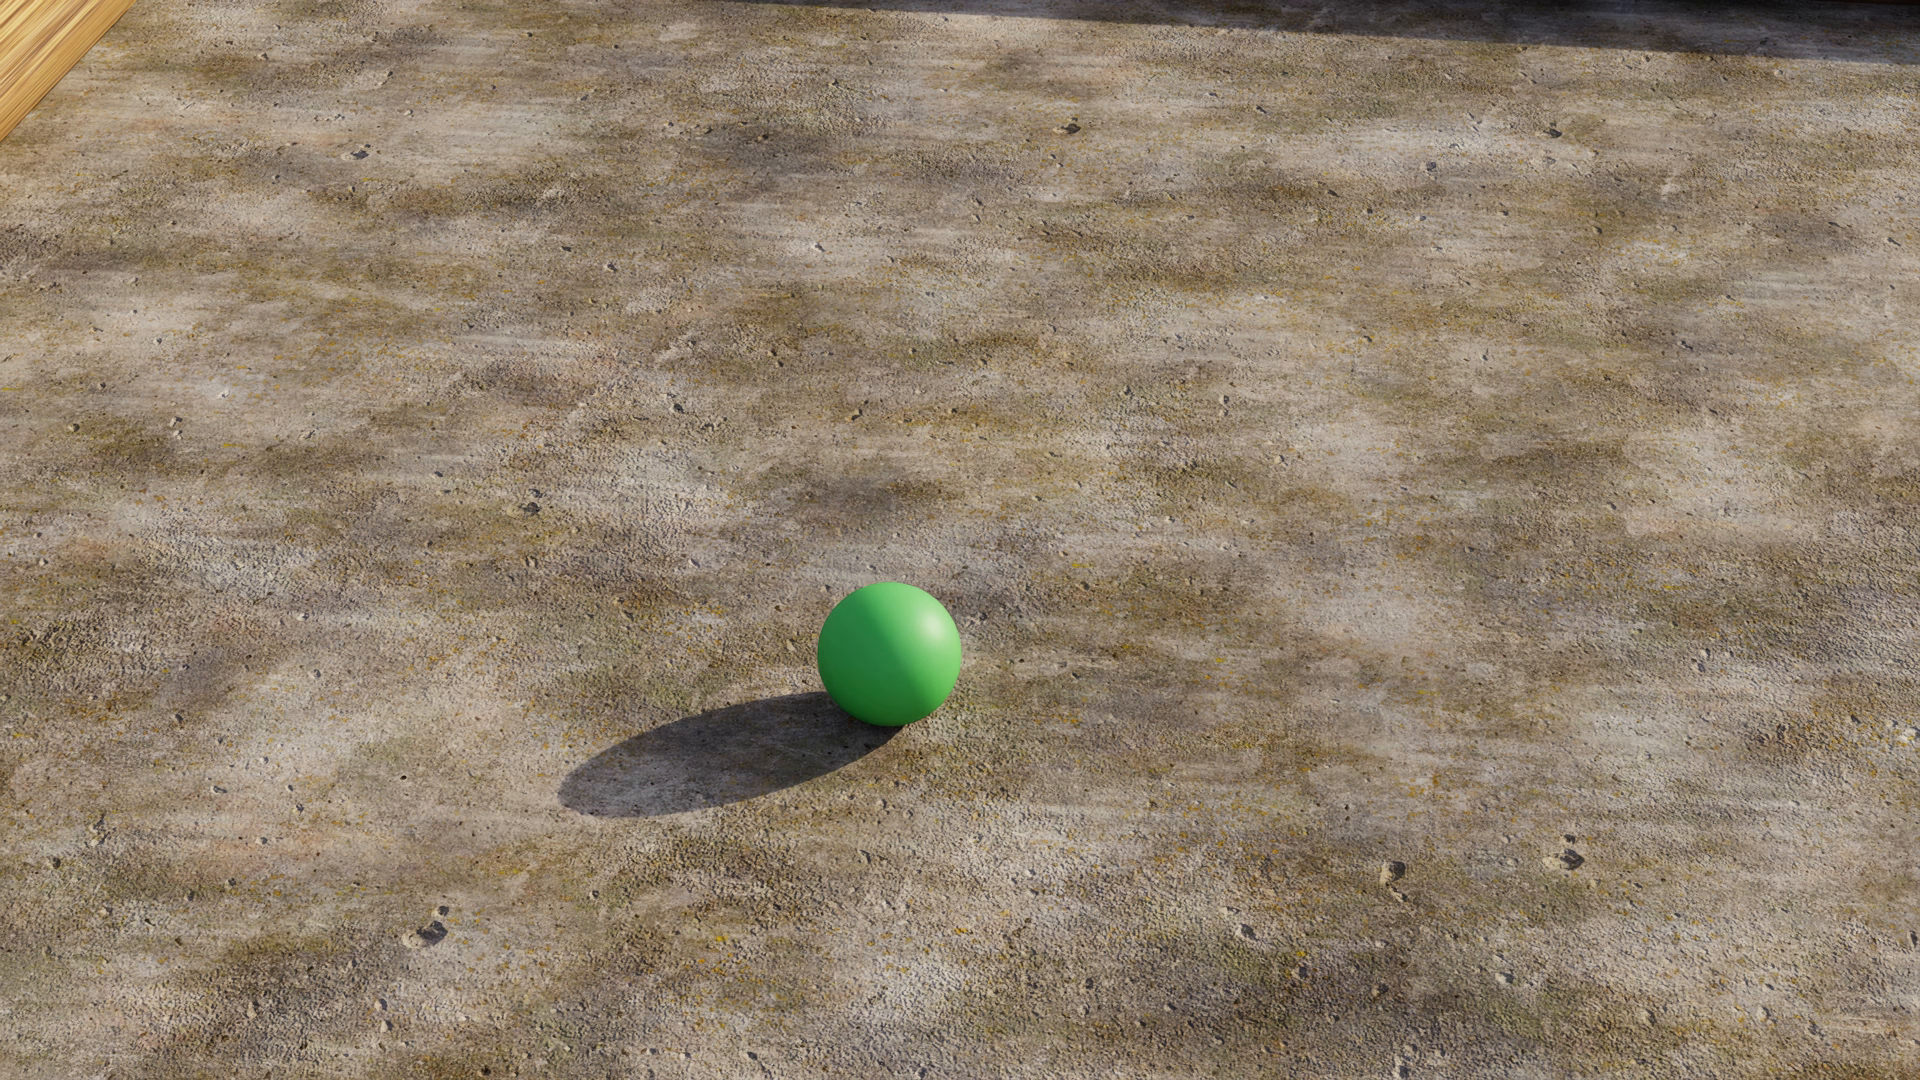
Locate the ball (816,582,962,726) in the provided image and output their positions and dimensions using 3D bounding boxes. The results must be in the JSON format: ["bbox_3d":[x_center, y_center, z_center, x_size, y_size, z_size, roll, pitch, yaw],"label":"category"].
[{"bbox_3d":[-0.045,0.073,1.643,0.093,0.093,0.093,0,35,0],"label":"ball"}]

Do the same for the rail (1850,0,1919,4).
[{"bbox_3d":[1.089,-0.567,2.522,3.832,0.120,0.045,4,36,6],"label":"rail"}]

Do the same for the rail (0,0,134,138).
[{"bbox_3d":[-0.926,-0.090,1.848,0.045,0.120,2.204,4,36,6],"label":"rail"}]
